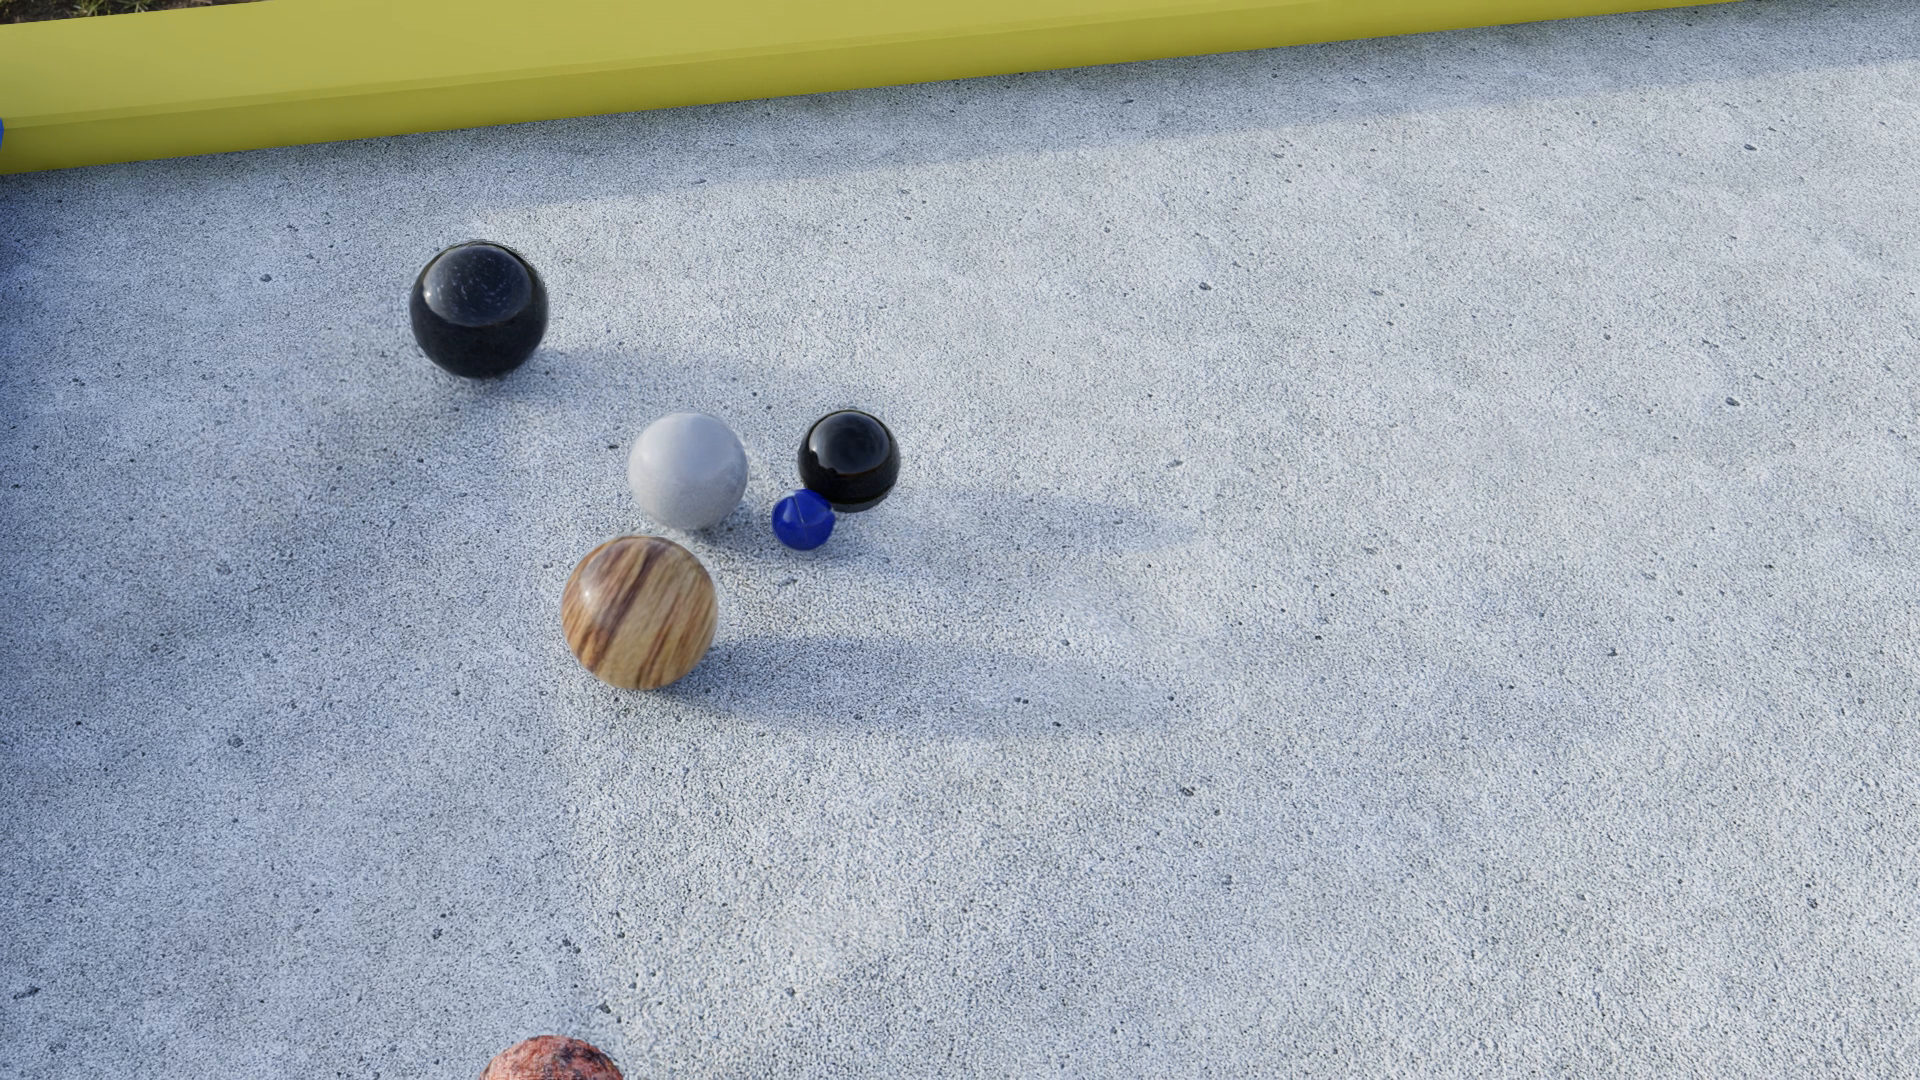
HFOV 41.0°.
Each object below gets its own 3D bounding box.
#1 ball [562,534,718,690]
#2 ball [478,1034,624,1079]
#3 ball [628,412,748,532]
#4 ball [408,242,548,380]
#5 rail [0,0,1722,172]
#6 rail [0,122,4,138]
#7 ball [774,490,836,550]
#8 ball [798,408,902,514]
[{"bbox_3d":[-0.193,0.043,1.548,0.094,0.094,0.094,0,36,0],"label":"ball"},{"bbox_3d":[-0.197,0.278,1.233,0.079,0.079,0.079,0,36,0],"label":"ball"},{"bbox_3d":[-0.178,-0.045,1.684,0.079,0.079,0.079,0,36,0],"label":"ball"},{"bbox_3d":[-0.344,-0.164,1.834,0.098,0.098,0.098,0,36,0],"label":"ball"},{"bbox_3d":[0.495,-0.512,2.293,2.679,0.128,0.045,-8,36,-10],"label":"rail"},{"bbox_3d":[-0.630,0.061,1.492,0.045,0.128,1.464,-8,36,-10],"label":"rail"},{"bbox_3d":[-0.102,-0.013,1.673,0.040,0.040,0.040,0,36,0],"label":"ball"},{"bbox_3d":[-0.074,-0.052,1.704,0.069,0.069,0.069,0,36,0],"label":"ball"}]
